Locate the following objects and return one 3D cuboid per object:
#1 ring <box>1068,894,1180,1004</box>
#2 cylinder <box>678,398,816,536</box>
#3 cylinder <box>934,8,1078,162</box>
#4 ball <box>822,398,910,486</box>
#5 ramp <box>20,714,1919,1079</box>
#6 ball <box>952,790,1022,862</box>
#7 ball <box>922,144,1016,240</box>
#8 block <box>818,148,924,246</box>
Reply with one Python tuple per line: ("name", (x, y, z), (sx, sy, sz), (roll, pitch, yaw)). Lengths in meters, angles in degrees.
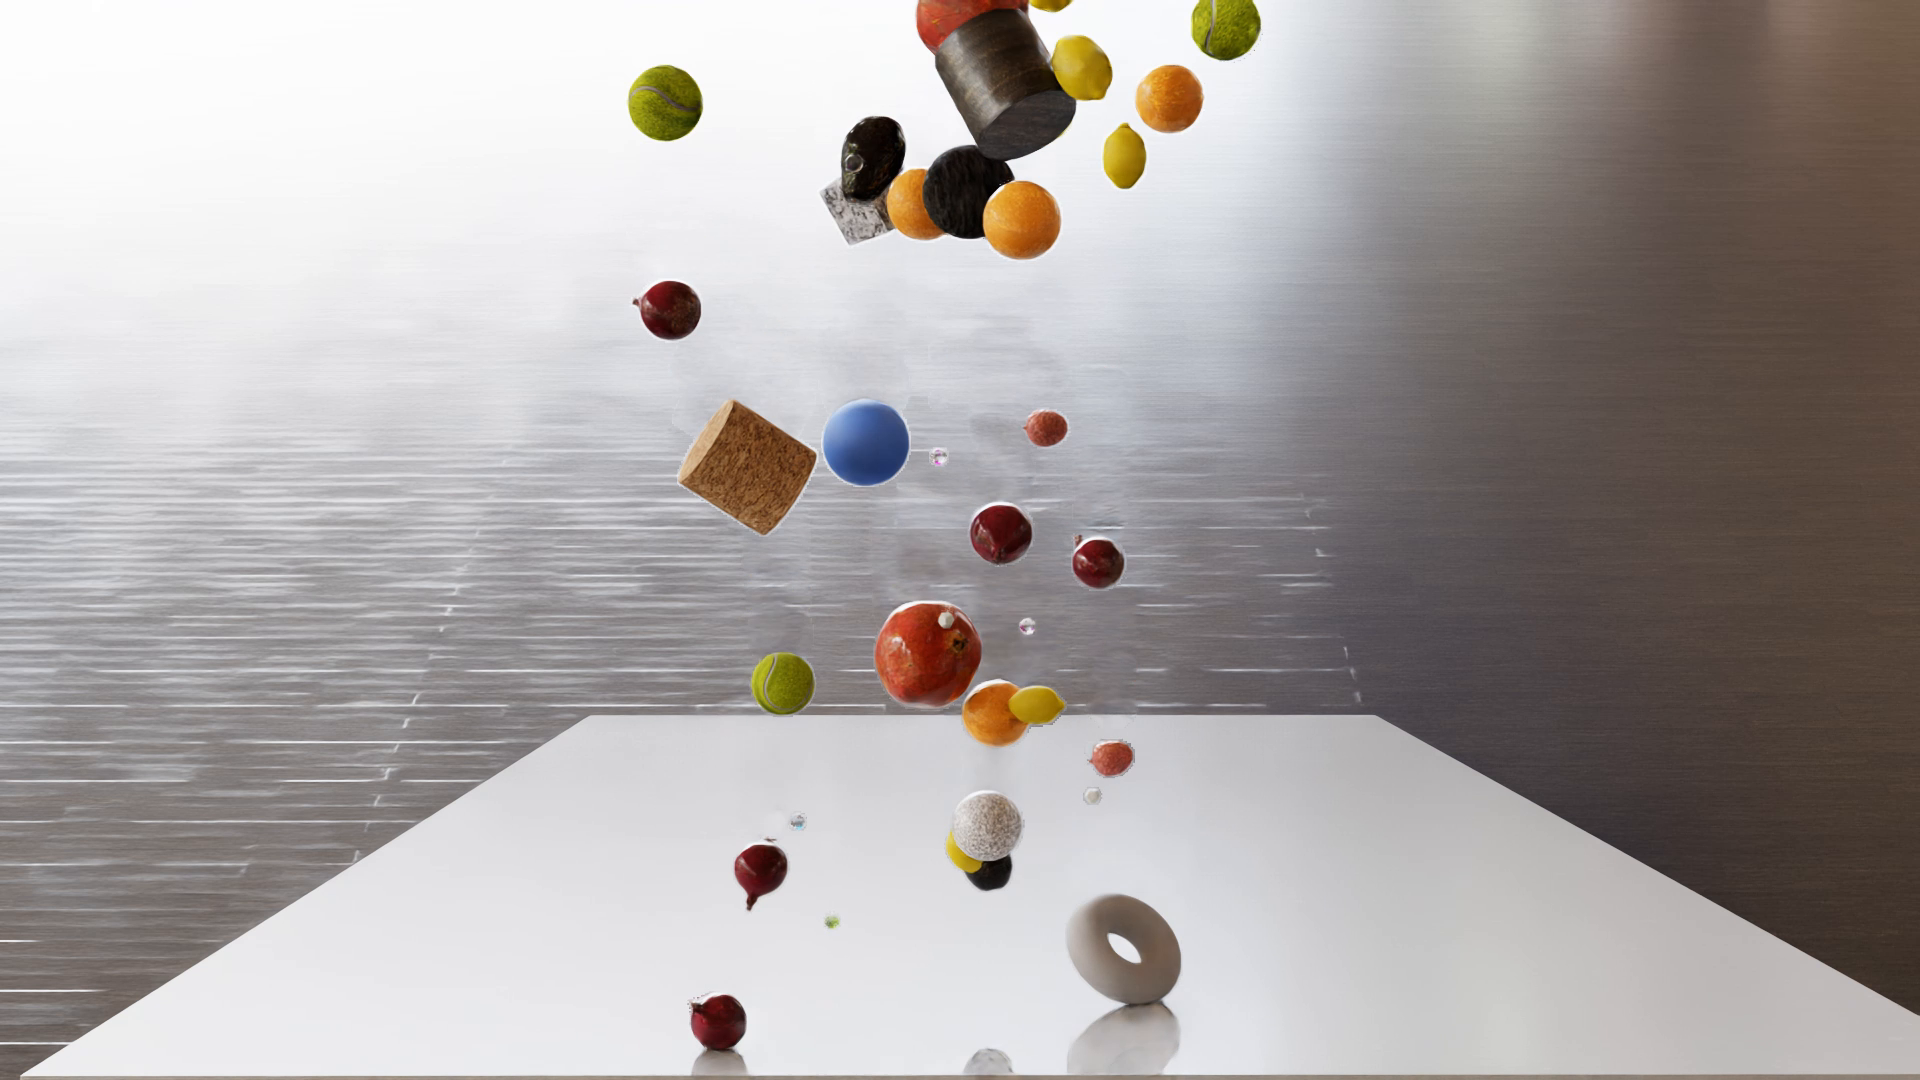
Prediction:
("ring", (0.188, 0.468, 2.954), (0.143, 0.048, 0.143), (19, 41, -17))
("cylinder", (-0.203, -0.070, 2.463), (0.095, 0.095, 0.095), (33, 22, -15))
("cylinder", (0.042, -0.421, 2.386), (0.099, 0.099, 0.099), (-15, 66, -28))
("ball", (-0.093, -0.097, 2.549), (0.085, 0.085, 0.085), (0, 26, 0))
("ramp", (0.060, 0.540, 4.576), (2.000, 0.100, 4.000), (0, 1, 0))
("ball", (0.031, 0.332, 2.997), (0.083, 0.083, 0.083), (0, 26, 0))
("ball", (0.009, -0.332, 2.458), (0.090, 0.090, 0.090), (0, 26, 0))
("block", (-0.089, -0.349, 2.632), (0.064, 0.064, 0.064), (-11, 25, 48))
